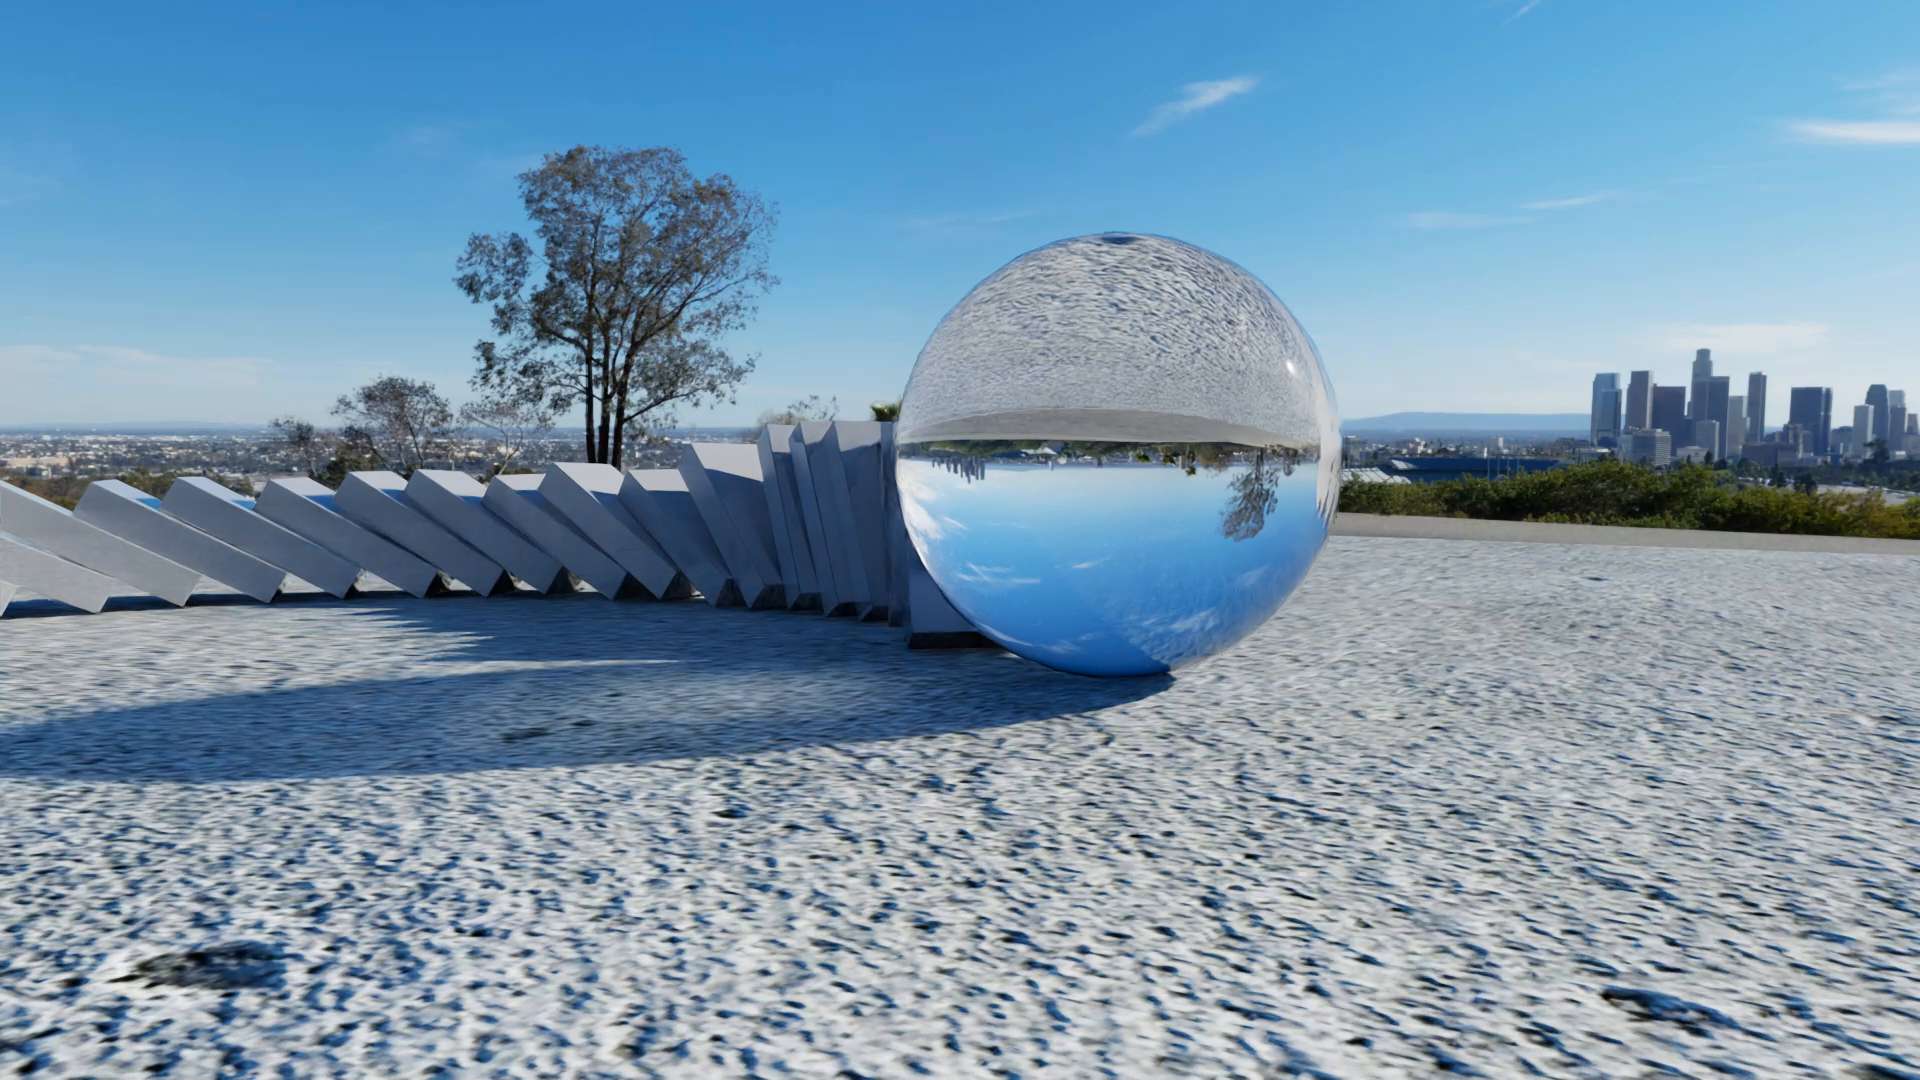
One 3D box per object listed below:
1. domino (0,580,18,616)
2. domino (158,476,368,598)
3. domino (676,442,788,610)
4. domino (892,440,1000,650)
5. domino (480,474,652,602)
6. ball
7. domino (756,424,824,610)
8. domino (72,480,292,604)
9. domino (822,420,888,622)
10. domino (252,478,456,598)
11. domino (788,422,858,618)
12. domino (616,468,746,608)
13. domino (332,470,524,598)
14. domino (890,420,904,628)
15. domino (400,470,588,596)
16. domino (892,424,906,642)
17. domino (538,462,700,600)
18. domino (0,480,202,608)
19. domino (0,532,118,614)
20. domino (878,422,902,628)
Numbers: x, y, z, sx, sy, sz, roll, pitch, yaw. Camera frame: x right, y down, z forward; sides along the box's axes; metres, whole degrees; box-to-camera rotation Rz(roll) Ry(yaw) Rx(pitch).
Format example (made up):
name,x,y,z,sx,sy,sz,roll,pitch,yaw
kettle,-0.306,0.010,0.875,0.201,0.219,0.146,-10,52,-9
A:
name,x,y,z,sx,sy,sz,roll,pitch,yaw
domino,-0.251,0.004,0.297,0.025,0.009,0.050,3,-22,41
domino,-0.189,-0.001,0.353,0.050,0.010,0.025,30,-6,-16
domino,-0.054,-0.005,0.343,0.025,0.050,0.010,-2,-40,-44
domino,0.000,-0.002,0.273,0.025,0.050,0.010,-1,-26,-9
domino,-0.108,-0.002,0.363,0.050,0.010,0.025,33,14,14
ball,0.028,-0.015,0.233,0.080,0.080,0.080,0,4,0
domino,-0.036,-0.006,0.334,0.025,0.050,0.009,0,-30,-27
domino,-0.206,0.000,0.344,0.050,0.010,0.025,30,-7,-20
domino,-0.016,-0.005,0.317,0.025,0.050,0.010,-2,-25,-27
domino,-0.168,-0.001,0.361,0.050,0.009,0.025,29,1,-7
domino,-0.026,-0.006,0.325,0.025,0.050,0.009,-2,-25,-28
domino,-0.070,-0.002,0.352,0.025,0.009,0.050,-5,40,-50
domino,-0.148,-0.002,0.364,0.050,0.010,0.025,32,4,-1
domino,-0.002,-0.004,0.296,0.025,0.050,0.010,-1,-26,-9
domino,-0.131,-0.003,0.366,0.050,0.010,0.025,32,5,6
domino,-0.001,-0.003,0.285,0.025,0.050,0.010,0,-26,-9
domino,-0.091,-0.003,0.359,0.050,0.009,0.025,39,15,17
domino,-0.224,0.001,0.331,0.050,0.010,0.025,32,-14,-29
domino,-0.238,0.003,0.316,0.050,0.009,0.025,31,-15,-35
domino,-0.006,-0.004,0.306,0.025,0.050,0.010,-1,-26,-9
